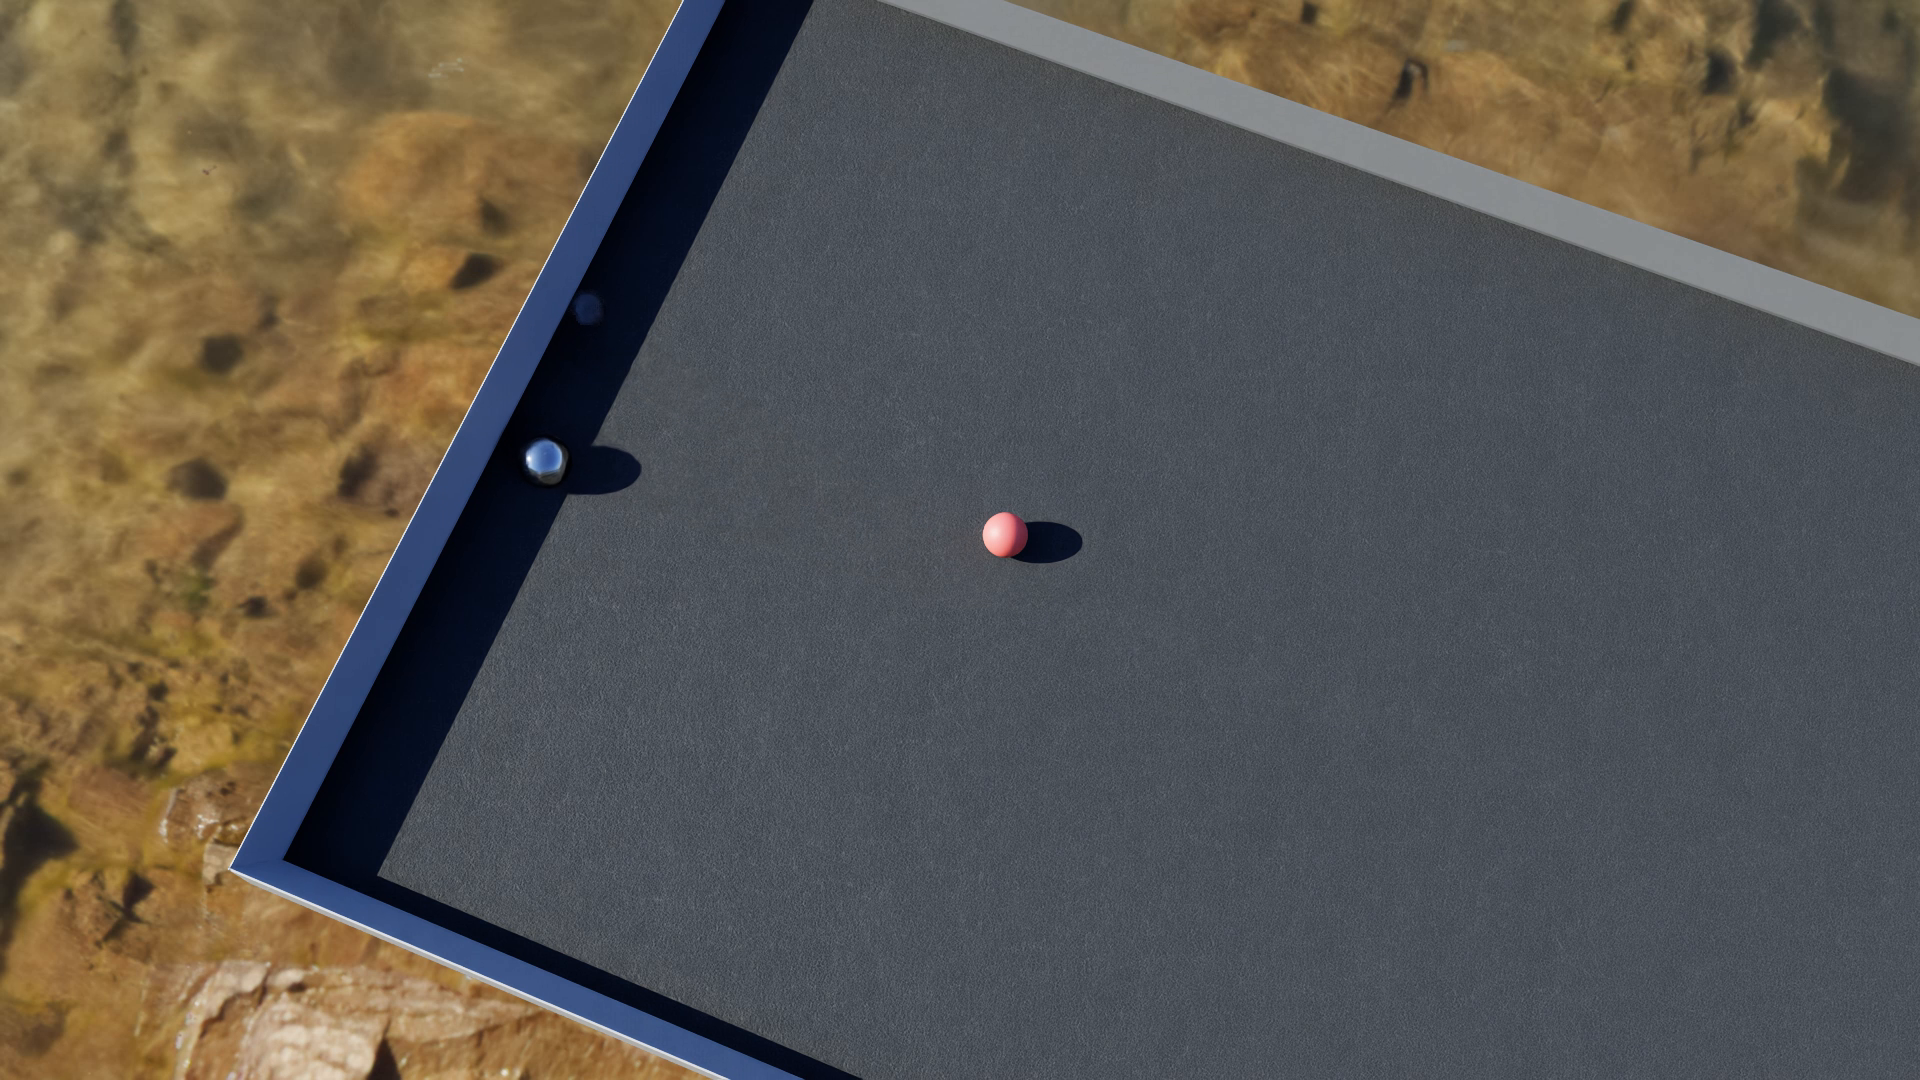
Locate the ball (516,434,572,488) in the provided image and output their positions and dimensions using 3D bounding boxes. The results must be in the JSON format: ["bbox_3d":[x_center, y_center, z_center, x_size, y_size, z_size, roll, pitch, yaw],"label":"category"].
[{"bbox_3d":[-0.656,-0.125,3.472,0.085,0.085,0.085,0,70,0],"label":"ball"}]

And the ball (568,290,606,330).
[{"bbox_3d":[-0.607,-0.373,3.573,0.063,0.063,0.063,0,70,0],"label":"ball"}]

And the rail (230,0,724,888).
[{"bbox_3d":[-0.702,-0.275,3.511,0.045,0.111,1.785,21,72,7],"label":"rail"}]

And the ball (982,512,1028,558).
[{"bbox_3d":[0.071,-0.008,3.437,0.071,0.071,0.071,0,70,0],"label":"ball"}]

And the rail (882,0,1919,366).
[{"bbox_3d":[1.051,-0.486,3.587,3.126,0.111,0.045,21,72,7],"label":"rail"}]

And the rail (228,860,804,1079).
[{"bbox_3d":[0.396,1.029,3.044,3.126,0.111,0.045,21,72,7],"label":"rail"}]
